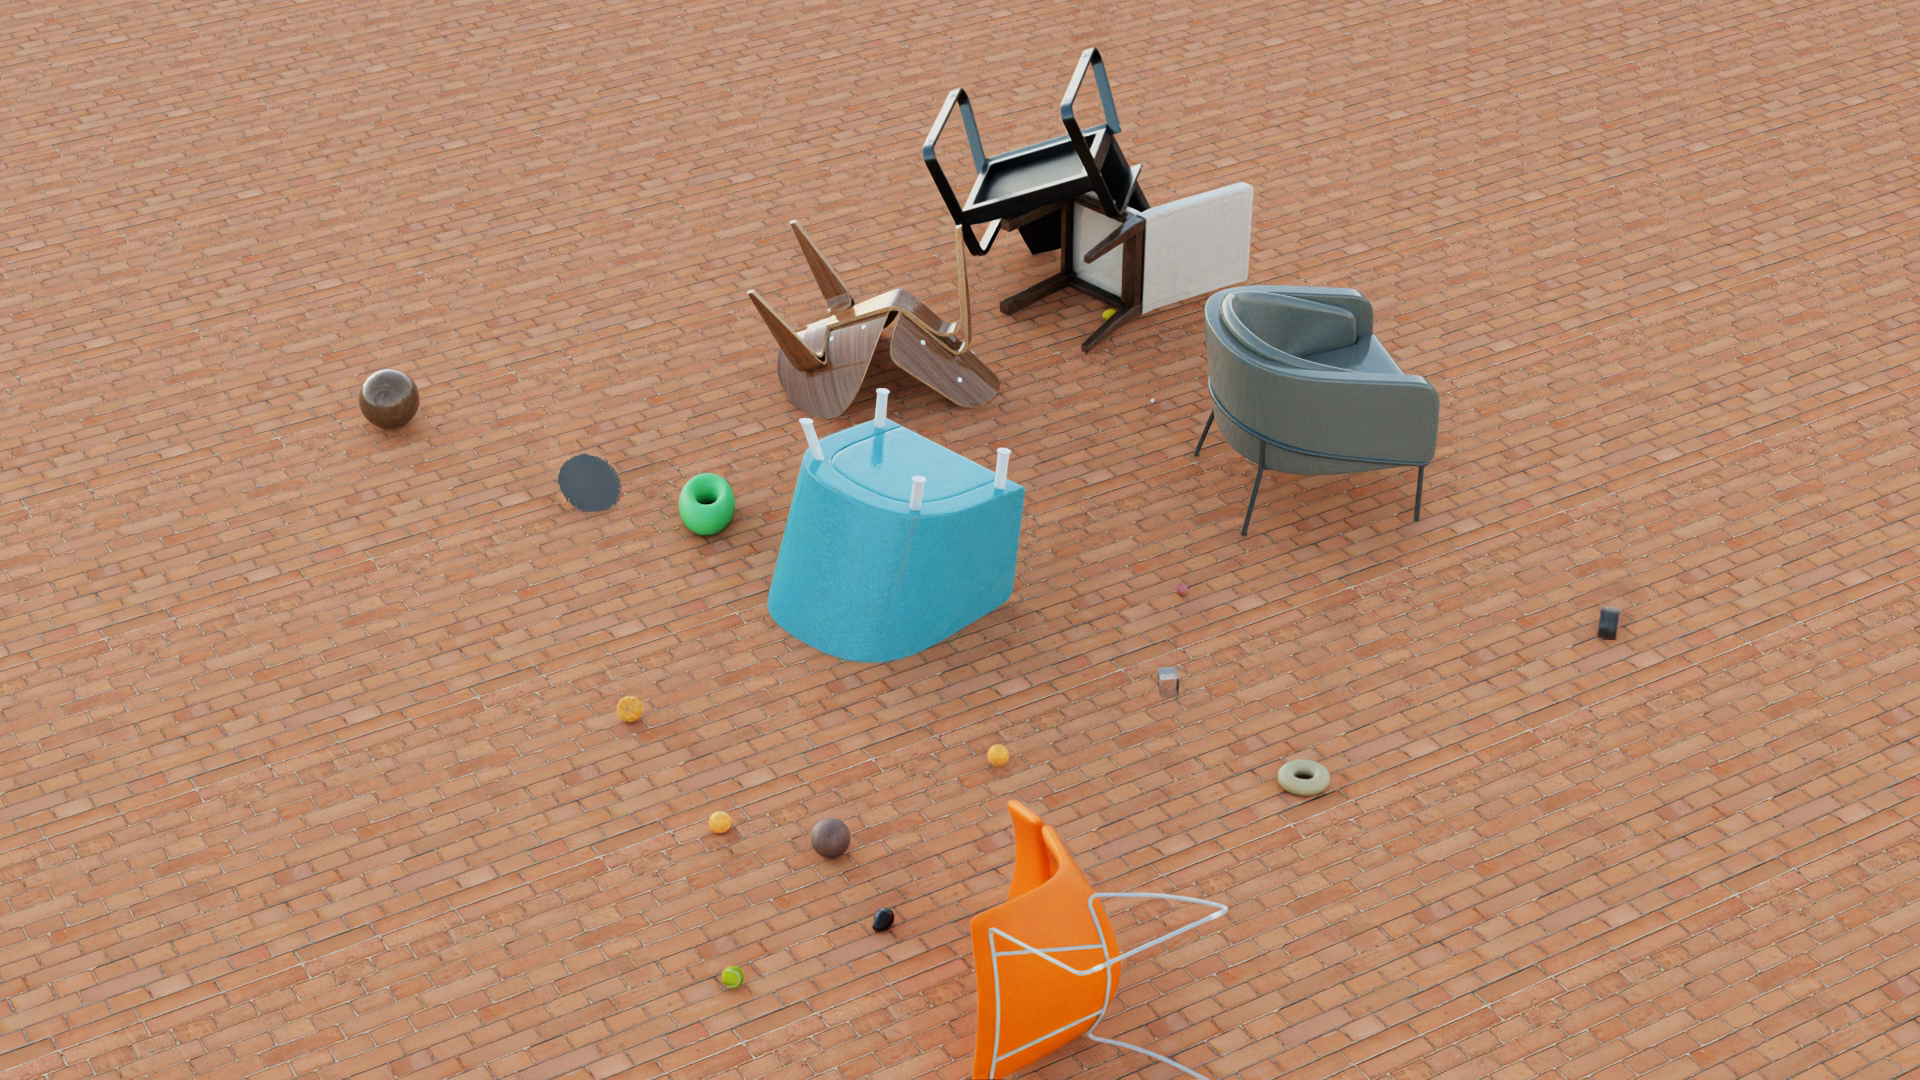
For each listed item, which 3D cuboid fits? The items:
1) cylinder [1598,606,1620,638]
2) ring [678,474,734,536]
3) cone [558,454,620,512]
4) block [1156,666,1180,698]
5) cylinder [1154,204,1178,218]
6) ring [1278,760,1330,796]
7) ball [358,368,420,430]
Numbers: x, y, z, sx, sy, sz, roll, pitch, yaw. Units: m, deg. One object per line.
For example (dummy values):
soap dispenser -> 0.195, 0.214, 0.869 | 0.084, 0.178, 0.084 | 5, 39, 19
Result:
cylinder -> 2.302, 0.290, 10.402 | 0.063, 0.111, 0.113 | 9, 16, 13
ring -> -0.954, -0.135, 11.045 | 0.211, 0.116, 0.343 | 0, 32, -3
cone -> -1.398, -0.230, 11.203 | 0.242, 0.211, 0.231 | 34, 7, -3
block -> 0.718, 0.492, 10.129 | 0.064, 0.077, 0.072 | -4, 34, -6
cylinder -> 0.924, -1.474, 13.135 | 0.087, 0.049, 0.057 | -20, 16, -27
ring -> 1.137, 0.786, 9.701 | 0.176, 0.057, 0.156 | 3, 35, 5
ball -> -2.253, -0.558, 11.573 | 0.240, 0.240, 0.240 | 0, 33, 0
